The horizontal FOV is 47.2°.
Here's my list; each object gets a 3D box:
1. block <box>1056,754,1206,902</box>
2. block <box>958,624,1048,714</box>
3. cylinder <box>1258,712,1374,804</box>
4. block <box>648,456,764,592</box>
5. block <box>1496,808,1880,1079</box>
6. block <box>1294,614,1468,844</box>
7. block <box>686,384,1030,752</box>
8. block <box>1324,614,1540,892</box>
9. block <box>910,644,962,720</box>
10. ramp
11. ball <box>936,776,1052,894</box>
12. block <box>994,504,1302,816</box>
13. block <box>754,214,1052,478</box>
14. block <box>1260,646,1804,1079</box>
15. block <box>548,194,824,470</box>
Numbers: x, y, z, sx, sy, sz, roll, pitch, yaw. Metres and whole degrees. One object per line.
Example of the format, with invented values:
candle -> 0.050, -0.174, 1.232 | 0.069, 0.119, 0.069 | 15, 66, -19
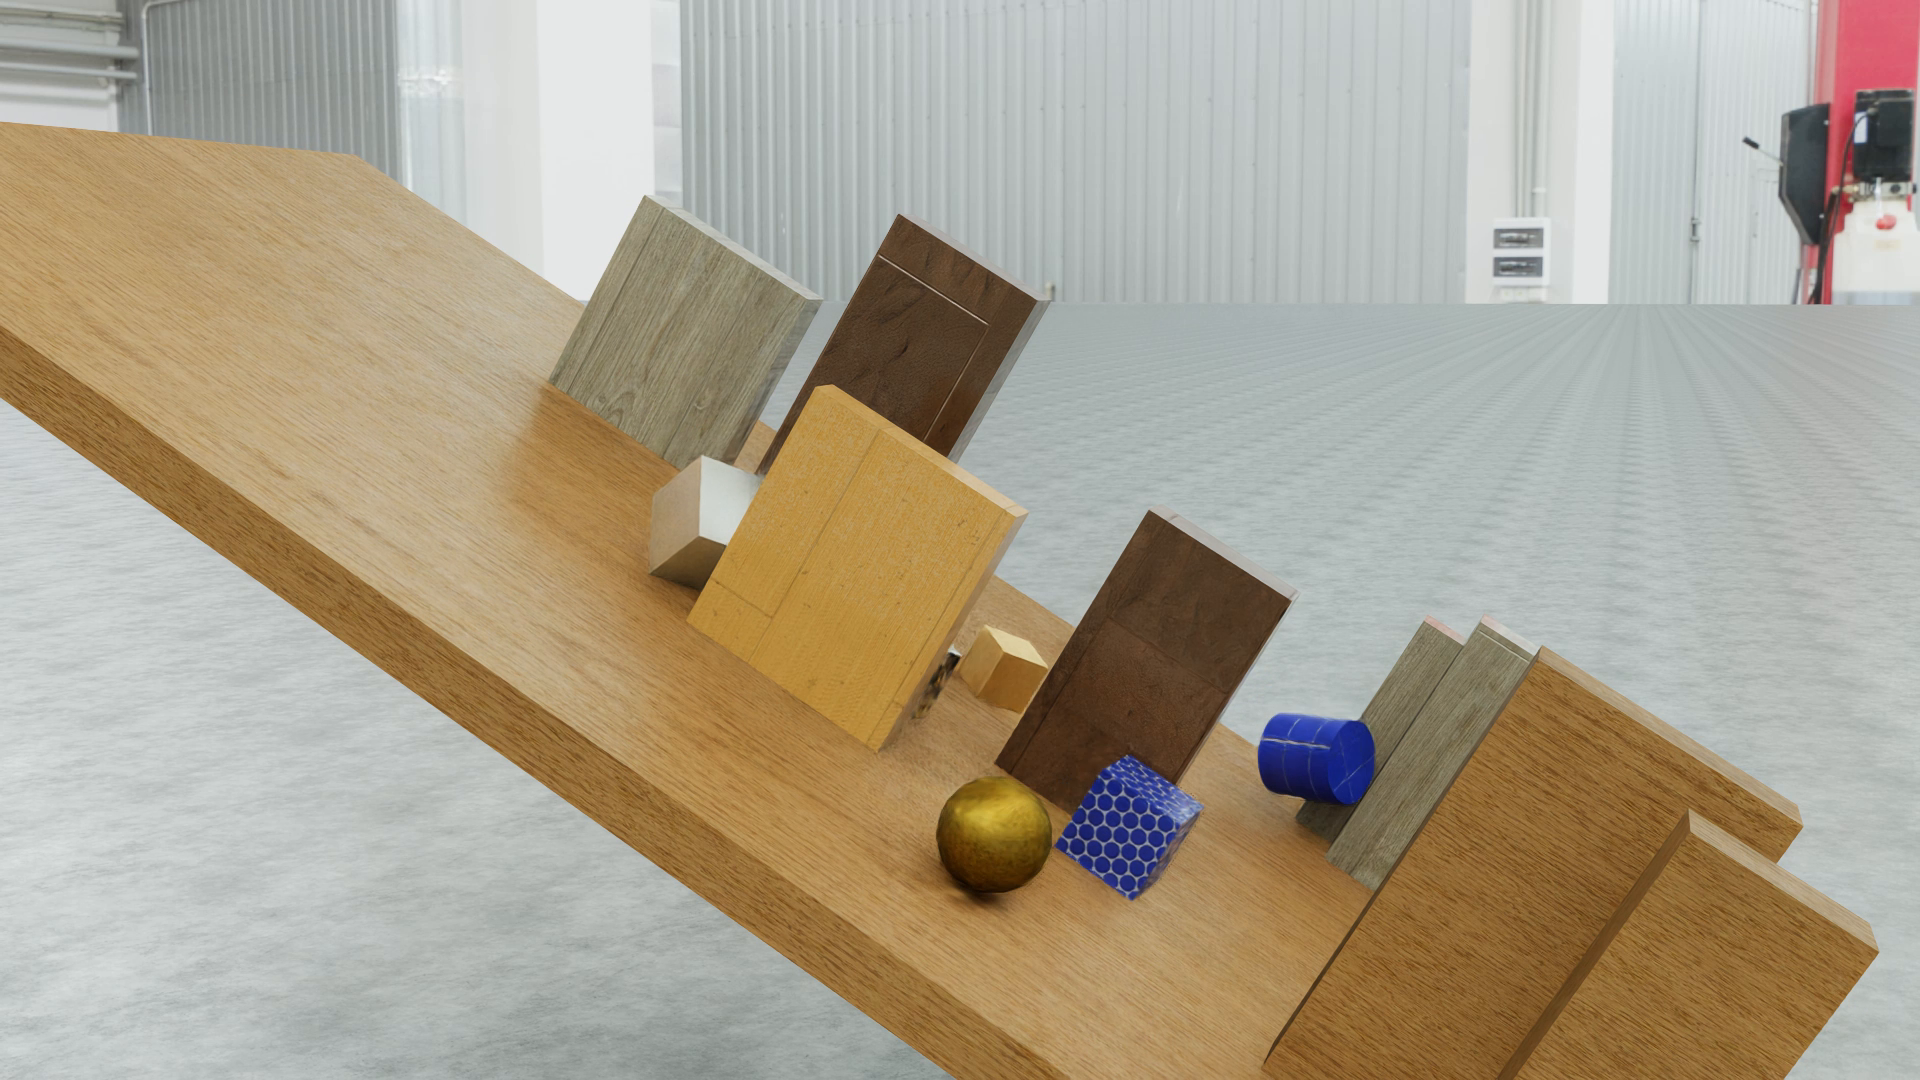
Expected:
block -> 0.294, 0.494, 3.795 | 0.162, 0.162, 0.162 | 34, 15, 15
block -> 0.084, 0.253, 4.291 | 0.109, 0.109, 0.109 | 22, 17, -30
cylinder -> 0.727, 0.444, 4.489 | 0.170, 0.170, 0.170 | 4, 7, 43
block -> -0.440, -0.020, 3.938 | 0.165, 0.165, 0.165 | 21, -37, -33
block -> 0.926, 0.755, 3.045 | 0.279, 0.722, 0.135 | 33, 15, 11
block -> 0.943, 0.439, 4.562 | 0.261, 0.502, 0.089 | 33, 15, 11
block -> -0.179, 0.046, 3.739 | 0.407, 0.475, 0.083 | 33, 15, 11
block -> 1.055, 0.500, 4.421 | 0.380, 0.582, 0.119 | 33, 15, 11
block -> -0.115, 0.214, 3.968 | 0.142, 0.142, 0.142 | 20, 18, -35
ramp -> -0.170, 0.280, 4.121 | 4.000, 0.100, 2.000 | 33, 15, 11
ball -> 0.053, 0.457, 3.412 | 0.180, 0.180, 0.180 | 0, 7, 0
block -> 0.331, 0.248, 3.919 | 0.294, 0.547, 0.107 | 33, 15, 11
block -> -0.153, -0.207, 4.102 | 0.305, 0.741, 0.101 | 33, 15, 11
block -> 0.846, 0.602, 3.306 | 0.431, 0.769, 0.132 | 33, 15, 11
block -> -0.571, -0.413, 4.554 | 0.415, 0.447, 0.092 | 33, 15, 11
